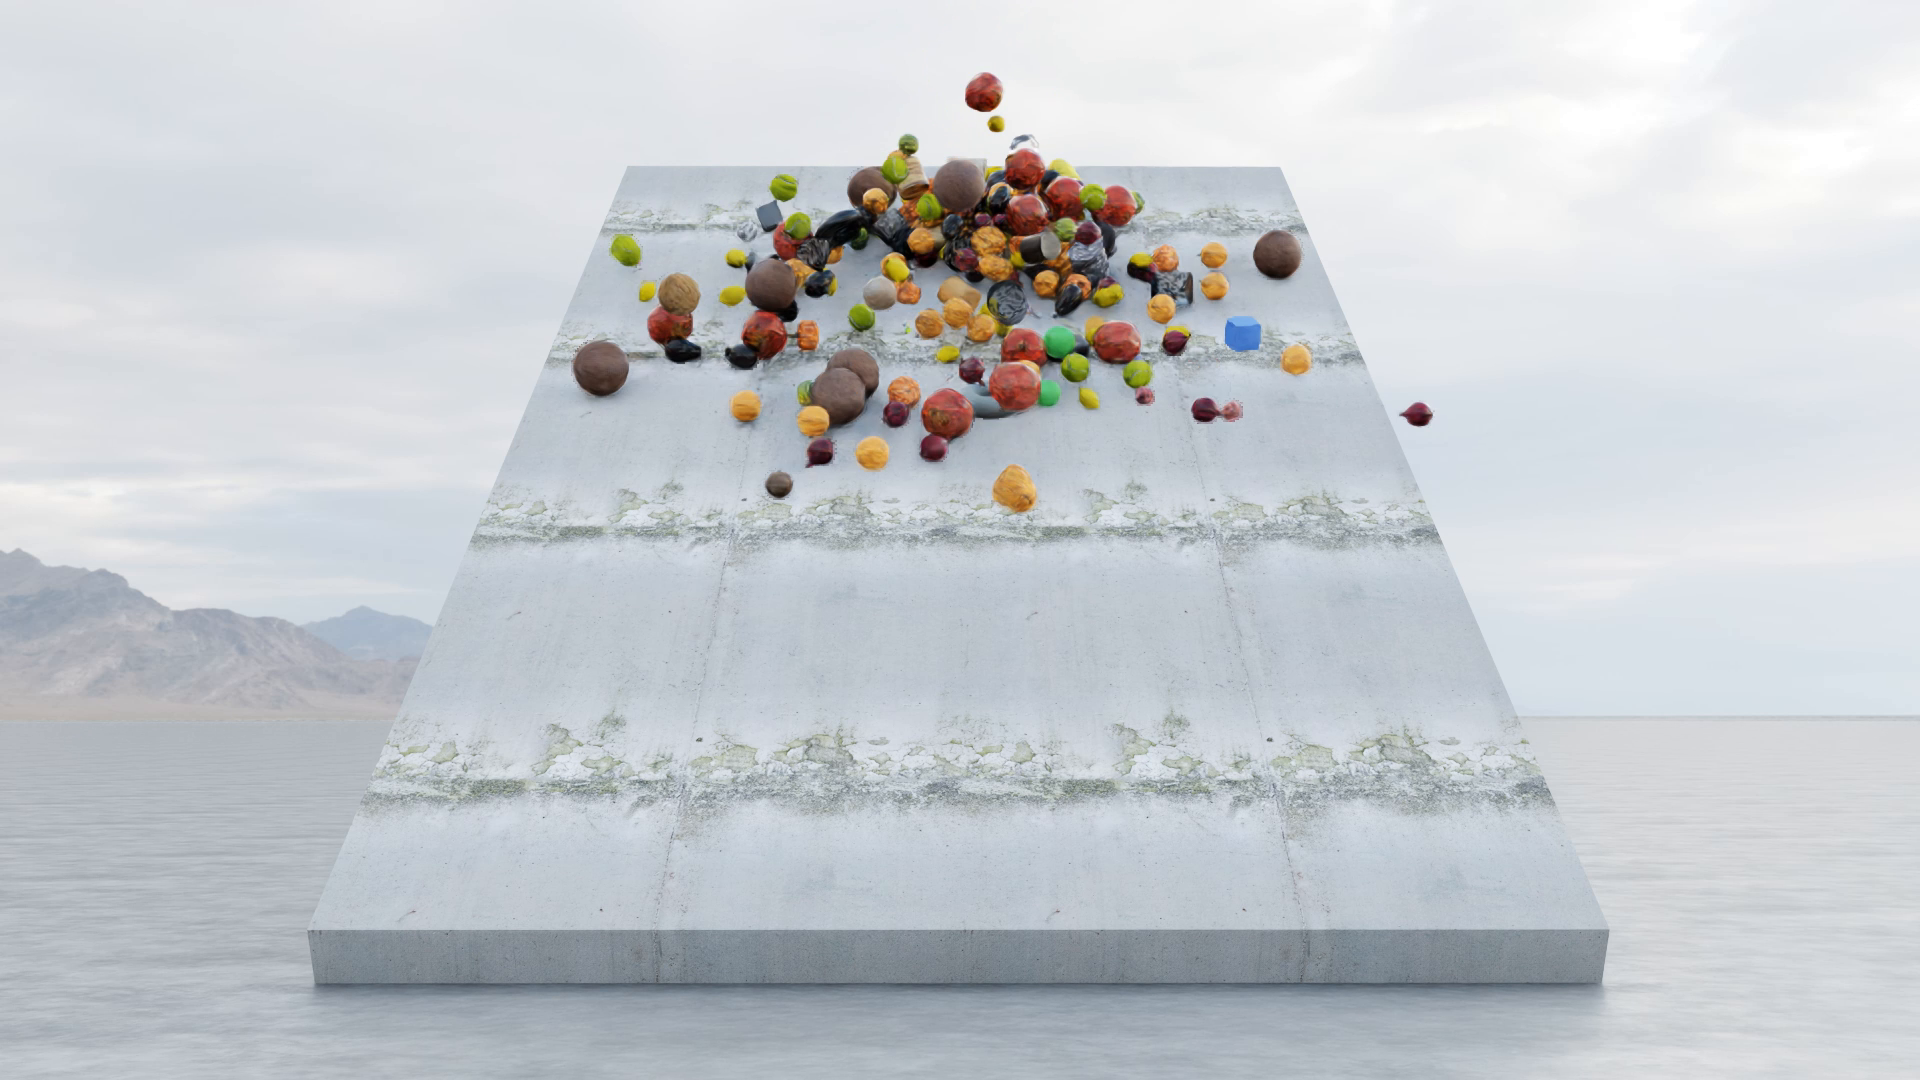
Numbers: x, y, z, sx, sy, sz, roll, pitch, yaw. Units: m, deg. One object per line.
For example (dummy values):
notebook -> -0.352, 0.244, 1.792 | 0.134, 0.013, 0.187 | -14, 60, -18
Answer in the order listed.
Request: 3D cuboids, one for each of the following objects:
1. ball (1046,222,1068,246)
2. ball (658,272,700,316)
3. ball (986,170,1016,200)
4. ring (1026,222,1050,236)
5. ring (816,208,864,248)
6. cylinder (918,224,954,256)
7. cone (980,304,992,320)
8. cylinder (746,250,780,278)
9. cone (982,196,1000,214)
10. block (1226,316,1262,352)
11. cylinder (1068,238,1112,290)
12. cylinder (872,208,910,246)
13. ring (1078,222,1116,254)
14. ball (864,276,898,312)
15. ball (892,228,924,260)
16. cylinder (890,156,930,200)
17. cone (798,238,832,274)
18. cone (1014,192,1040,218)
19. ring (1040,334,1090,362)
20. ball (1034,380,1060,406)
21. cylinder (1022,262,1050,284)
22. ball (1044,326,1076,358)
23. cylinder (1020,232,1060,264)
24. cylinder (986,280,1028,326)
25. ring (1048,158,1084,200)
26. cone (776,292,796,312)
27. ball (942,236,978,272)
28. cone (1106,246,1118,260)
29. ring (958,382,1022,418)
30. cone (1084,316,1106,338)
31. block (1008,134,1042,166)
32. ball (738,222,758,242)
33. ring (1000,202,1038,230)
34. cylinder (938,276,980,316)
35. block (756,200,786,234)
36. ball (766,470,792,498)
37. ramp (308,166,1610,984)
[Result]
ball -> 0.263, -0.847, 6.519 | 0.069, 0.069, 0.069 | 0, -4, 0
ball -> -0.659, -0.576, 5.518 | 0.100, 0.100, 0.100 | 0, -4, 0
ball -> 0.118, -1.023, 6.769 | 0.084, 0.084, 0.084 | 0, -4, 0
ring -> 0.221, -0.824, 6.437 | 0.035, 0.104, 0.104 | -38, 10, -19
ring -> -0.320, -0.826, 6.253 | 0.143, 0.048, 0.143 | -30, -14, -8
cylinder -> -0.068, -0.822, 6.446 | 0.076, 0.076, 0.076 | -13, 4, -34
cone -> 0.091, -0.579, 6.014 | 0.054, 0.054, 0.054 | 16, -13, -32
cylinder -> -0.526, -0.735, 6.287 | 0.066, 0.066, 0.066 | 13, 2, 25
cone -> 0.081, -0.954, 6.788 | 0.059, 0.059, 0.059 | -39, 6, -14
block -> 0.701, -0.511, 5.833 | 0.066, 0.066, 0.066 | -7, 27, -14
cylinder -> 0.340, -0.723, 6.172 | 0.096, 0.096, 0.096 | -2, -47, 21
cylinder -> -0.187, -0.858, 6.470 | 0.074, 0.074, 0.074 | -38, 1, -8
ring -> 0.365, -0.800, 6.273 | 0.104, 0.104, 0.035 | -1, -24, 18
ball -> -0.194, -0.598, 5.716 | 0.083, 0.083, 0.083 | 0, -4, 0
ball -> -0.142, -0.807, 6.410 | 0.090, 0.090, 0.090 | 0, -4, 0
cylinder -> -0.138, -1.002, 6.516 | 0.087, 0.087, 0.087 | -18, -16, -5
cone -> -0.345, -0.674, 5.722 | 0.084, 0.084, 0.084 | -1, -33, 11
cone -> 0.189, -0.931, 6.547 | 0.071, 0.071, 0.071 | 0, 11, 4
ring -> 0.257, -0.472, 5.777 | 0.122, 0.041, 0.122 | -1, 30, 1
ball -> 0.203, -0.342, 5.483 | 0.063, 0.063, 0.063 | 0, -4, 0
cylinder -> 0.202, -0.712, 6.197 | 0.053, 0.053, 0.053 | 42, -28, -29
ball -> 0.239, -0.477, 5.676 | 0.078, 0.078, 0.078 | 0, -4, 0
cylinder -> 0.205, -0.748, 6.034 | 0.075, 0.075, 0.075 | 4, -6, -43
cylinder -> 0.115, -0.575, 5.713 | 0.094, 0.094, 0.094 | 0, -5, 6
ring -> 0.308, -1.048, 6.843 | 0.046, 0.137, 0.137 | -35, 2, -11
cone -> -0.450, -0.622, 6.049 | 0.051, 0.051, 0.051 | 0, -28, 0
ball -> 0.001, -0.768, 6.326 | 0.095, 0.095, 0.095 | 0, -4, 0
cone -> 0.396, -0.769, 6.371 | 0.054, 0.054, 0.054 | 6, 36, -5
ring -> 0.069, -0.326, 5.466 | 0.149, 0.050, 0.149 | 1, 26, -1
cone -> 0.337, -0.533, 5.923 | 0.054, 0.054, 0.054 | 0, -1, -2
block -> 0.190, -1.143, 6.894 | 0.061, 0.061, 0.061 | 1, -34, 35
ball -> -0.544, -0.787, 6.017 | 0.052, 0.052, 0.052 | 0, -4, 0
ring -> 0.165, -0.914, 6.637 | 0.121, 0.040, 0.121 | 28, -4, 2
cylinder -> -0.003, -0.619, 5.985 | 0.077, 0.077, 0.077 | 5, 27, -49
block -> -0.529, -0.900, 6.562 | 0.062, 0.062, 0.062 | -23, -4, -4
ball -> -0.386, -0.118, 5.024 | 0.058, 0.058, 0.058 | 0, -4, 0
ramp -> -0.010, -0.229, 5.436 | 2.000, 0.100, 4.000 | 0, 26, 0
